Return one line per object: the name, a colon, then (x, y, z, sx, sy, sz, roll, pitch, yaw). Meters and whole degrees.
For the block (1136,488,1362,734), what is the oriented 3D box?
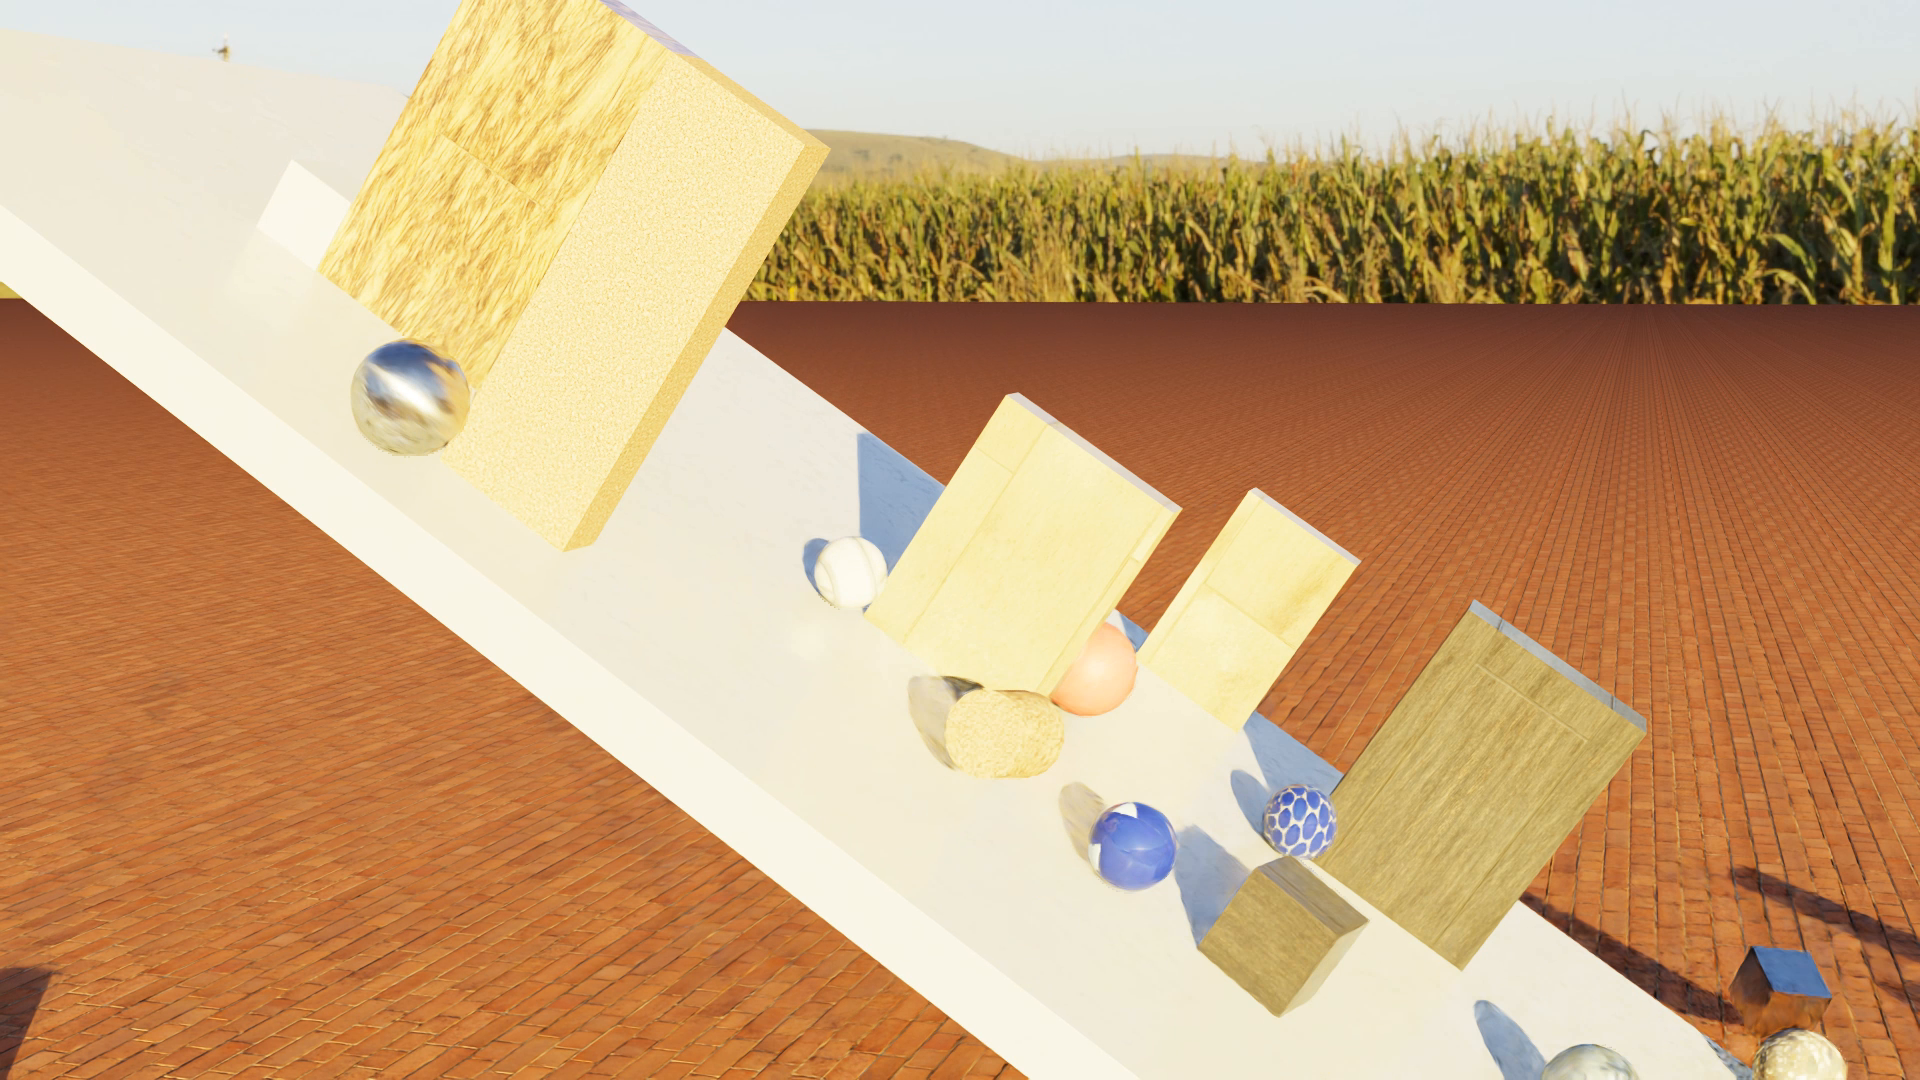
block: (0.612, 0.150, 4.697, 0.273, 0.443, 0.084, 36, 15, 10)

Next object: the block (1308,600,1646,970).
block: (0.968, 0.465, 4.192, 0.389, 0.574, 0.142, 36, 15, 10)

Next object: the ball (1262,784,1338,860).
ball: (0.641, 0.532, 4.154, 0.140, 0.140, 0.140, 0, 7, 0)

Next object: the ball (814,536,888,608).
ball: (-0.196, 0.058, 3.941, 0.130, 0.130, 0.130, 0, 7, 0)

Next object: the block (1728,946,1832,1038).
block: (1.971, 1.091, 5.288, 0.151, 0.151, 0.151, 8, 34, -8)

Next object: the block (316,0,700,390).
block: (-0.792, -0.653, 3.864, 0.393, 0.689, 0.128, 36, 15, 10)

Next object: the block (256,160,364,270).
block: (-1.149, -0.587, 3.984, 0.142, 0.142, 0.142, 36, 15, 10)

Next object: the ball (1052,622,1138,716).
ball: (0.244, 0.241, 4.162, 0.185, 0.185, 0.185, 0, 7, 0)

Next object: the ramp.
ramp: (-0.119, 0.202, 4.095, 4.000, 0.100, 2.000, 36, 15, 10)

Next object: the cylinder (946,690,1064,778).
cylinder: (0.072, 0.308, 3.497, 0.140, 0.140, 0.140, 4, -2, 30)

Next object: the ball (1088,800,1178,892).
ball: (0.277, 0.492, 3.531, 0.144, 0.144, 0.144, 0, 7, 0)

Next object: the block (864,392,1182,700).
block: (0.108, 0.042, 3.925, 0.360, 0.487, 0.081, 36, 15, 10)

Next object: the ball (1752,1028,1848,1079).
ball: (1.724, 1.097, 4.518, 0.183, 0.183, 0.183, 0, 7, 0)

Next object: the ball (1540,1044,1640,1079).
ball: (1.059, 0.934, 3.691, 0.173, 0.173, 0.173, 0, 7, 0)

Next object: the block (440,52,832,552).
block: (-0.511, -0.362, 3.419, 0.254, 0.747, 0.111, 36, 15, 10)

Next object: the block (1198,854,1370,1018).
block: (0.521, 0.635, 3.536, 0.169, 0.169, 0.169, 39, 16, 22)

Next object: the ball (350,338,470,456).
ball: (-0.847, -0.221, 3.389, 0.180, 0.180, 0.180, 0, 7, 0)
